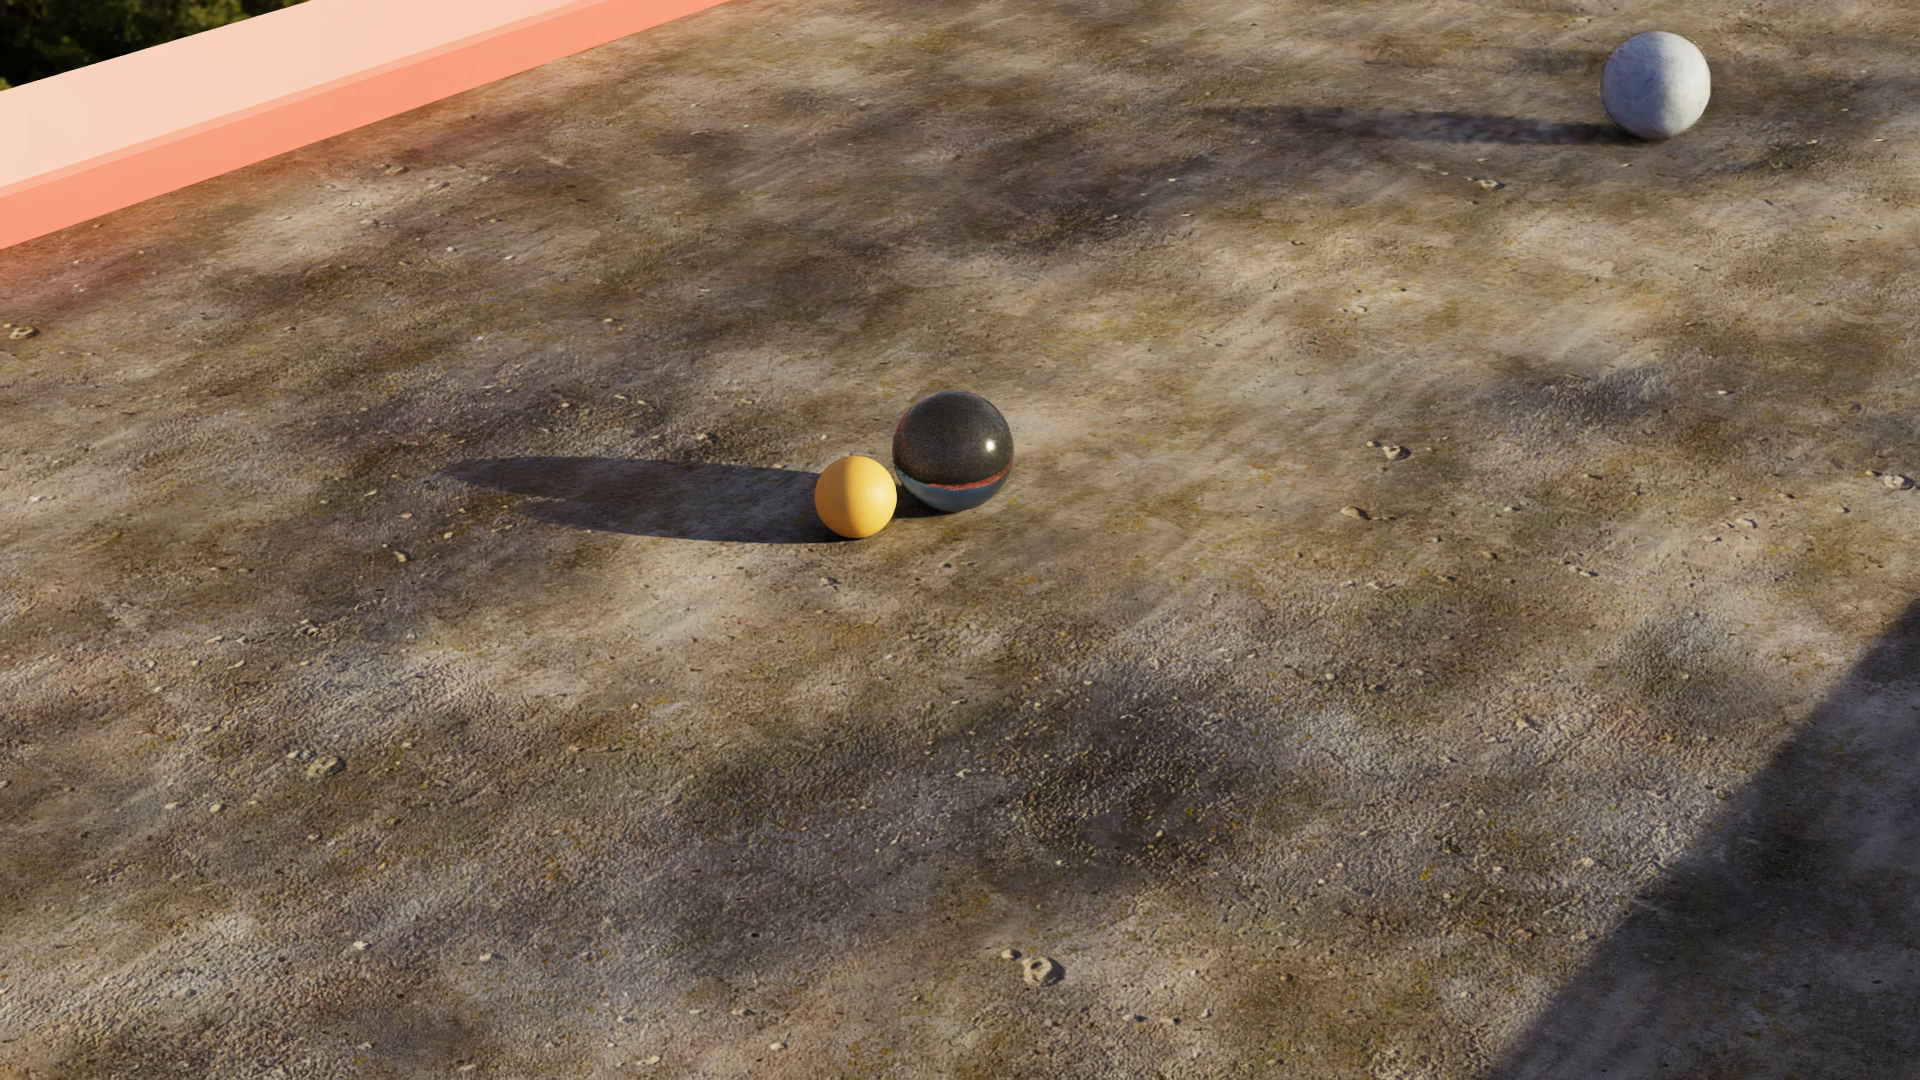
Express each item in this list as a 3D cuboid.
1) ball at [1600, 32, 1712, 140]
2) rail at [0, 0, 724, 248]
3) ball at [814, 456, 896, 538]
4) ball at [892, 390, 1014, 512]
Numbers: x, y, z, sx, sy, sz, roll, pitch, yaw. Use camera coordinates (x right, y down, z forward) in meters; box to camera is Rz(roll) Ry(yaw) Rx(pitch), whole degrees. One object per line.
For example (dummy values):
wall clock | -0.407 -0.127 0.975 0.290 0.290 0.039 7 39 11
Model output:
ball | 0.621 -0.405 2.623 0.096 0.096 0.096 0 25 0
rail | -0.252 -0.596 2.988 0.045 0.125 3.755 17 30 31
ball | -0.067 -0.027 1.879 0.053 0.053 0.053 0 25 0
ball | -0.005 -0.058 1.912 0.080 0.080 0.080 0 25 0
